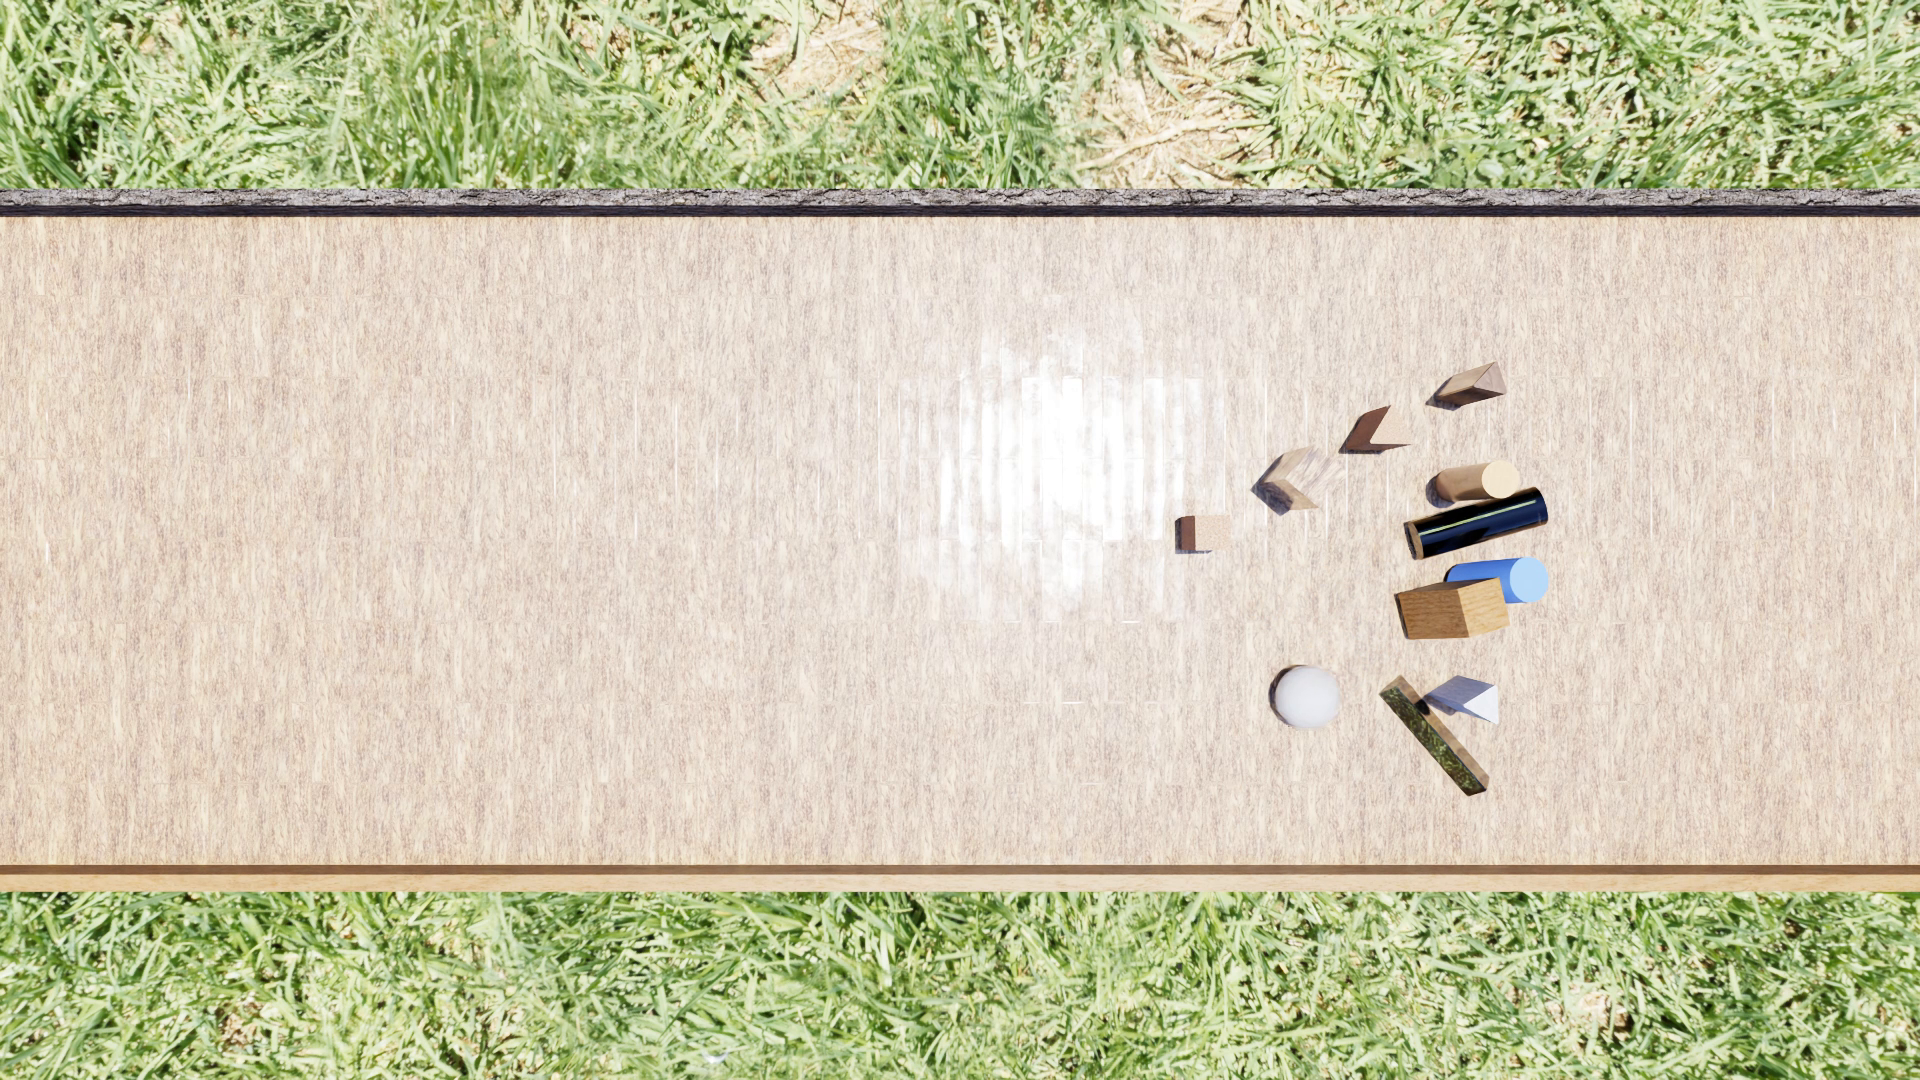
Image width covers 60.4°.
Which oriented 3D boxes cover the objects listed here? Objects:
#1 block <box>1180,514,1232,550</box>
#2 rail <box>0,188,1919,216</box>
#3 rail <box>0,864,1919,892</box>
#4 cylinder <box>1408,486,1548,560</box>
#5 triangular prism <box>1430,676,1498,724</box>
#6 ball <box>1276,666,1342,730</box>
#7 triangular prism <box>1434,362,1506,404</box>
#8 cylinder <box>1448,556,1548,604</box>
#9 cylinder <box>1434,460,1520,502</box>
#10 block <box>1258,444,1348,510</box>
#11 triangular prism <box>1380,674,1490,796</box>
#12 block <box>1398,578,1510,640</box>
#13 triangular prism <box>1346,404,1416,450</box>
[{"bbox_3d":[0.732,-0.022,4.923,0.102,0.308,0.102,-1,90,0],"label":"block"},{"bbox_3d":[-2.247,-1.025,5.002,12.000,0.150,0.050,0,90,0],"label":"rail"},{"bbox_3d":[-2.247,1.025,5.001,12.000,0.150,0.050,0,90,0],"label":"rail"},{"bbox_3d":[1.573,-0.051,5.015,0.391,0.122,0.122,-16,90,0],"label":"cylinder"},{"bbox_3d":[1.511,0.458,4.896,0.110,0.361,0.095,28,90,0],"label":"triangular prism"},{"bbox_3d":[1.052,0.476,4.980,0.194,0.194,0.194,0,90,0],"label":"ball"},{"bbox_3d":[1.512,-0.466,4.875,0.096,0.403,0.083,12,90,0],"label":"triangular prism"},{"bbox_3d":[1.597,0.125,4.909,0.133,0.309,0.133,1,86,-18],"label":"cylinder"},{"bbox_3d":[1.514,-0.170,4.847,0.106,0.460,0.106,0,90,0],"label":"cylinder"},{"bbox_3d":[1.007,-0.180,4.864,0.127,0.426,0.127,41,90,0],"label":"block"},{"bbox_3d":[1.458,0.602,5.035,0.091,0.078,0.418,-41,90,0],"label":"triangular prism"},{"bbox_3d":[1.467,0.206,4.908,0.145,0.308,0.145,-14,90,-18],"label":"block"},{"bbox_3d":[1.250,-0.337,4.919,0.130,0.314,0.112,1,90,0],"label":"triangular prism"}]
